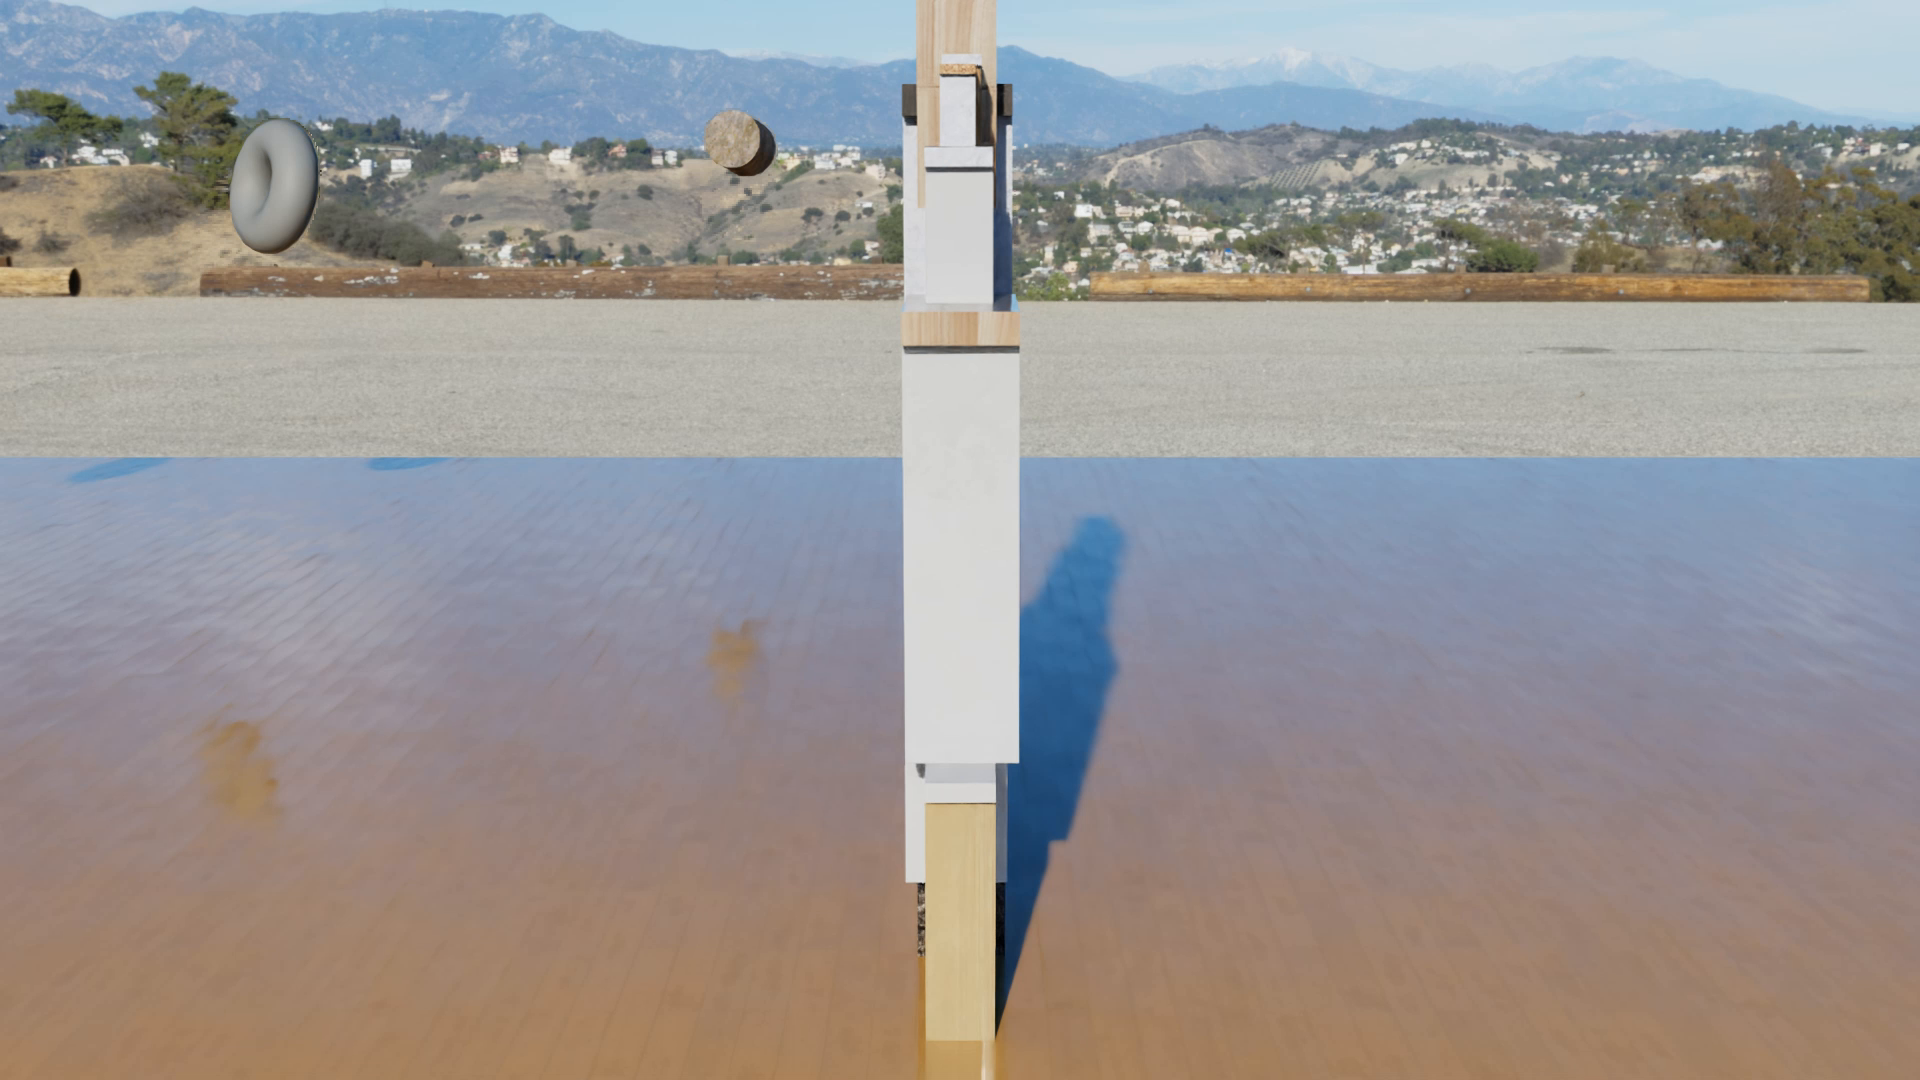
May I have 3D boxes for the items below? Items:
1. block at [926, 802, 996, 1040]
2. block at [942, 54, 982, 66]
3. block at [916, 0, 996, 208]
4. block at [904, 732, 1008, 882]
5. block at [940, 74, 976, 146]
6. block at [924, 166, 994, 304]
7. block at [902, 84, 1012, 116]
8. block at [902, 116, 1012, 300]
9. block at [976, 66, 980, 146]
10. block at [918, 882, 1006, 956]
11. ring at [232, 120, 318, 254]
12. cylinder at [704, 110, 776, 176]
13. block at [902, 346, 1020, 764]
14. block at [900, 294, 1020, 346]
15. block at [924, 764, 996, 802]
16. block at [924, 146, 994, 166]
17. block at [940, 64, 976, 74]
[{"bbox_3d":[0.000,0.525,3.057,0.097,0.352,0.027,0,11,0],"label":"block"},{"bbox_3d":[0.002,-0.695,3.193,0.057,0.016,0.113,0,10,-1],"label":"block"},{"bbox_3d":[-0.005,-0.711,3.291,0.119,0.424,0.034,0,11,0],"label":"block"},{"bbox_3d":[-0.006,0.282,3.232,0.150,0.449,0.042,0,10,0],"label":"block"},{"bbox_3d":[-0.003,-0.599,3.067,0.049,0.099,0.014,0,9,0],"label":"block"},{"bbox_3d":[-0.001,-0.427,3.078,0.094,0.189,0.027,0,10,0],"label":"block"},{"bbox_3d":[-0.004,-0.708,3.547,0.170,0.048,0.340,0,11,0],"label":"block"},{"bbox_3d":[-0.003,-0.496,3.471,0.170,0.340,0.048,0,11,0],"label":"block"},{"bbox_3d":[0.002,-0.625,3.169,0.057,0.113,0.016,0,10,0],"label":"block"},{"bbox_3d":[0.002,0.506,3.382,0.135,0.269,0.038,0,11,0],"label":"block"},{"bbox_3d":[-1.928,-0.992,6.179,0.126,0.378,0.378,7,3,-43],"label":"ring"},{"bbox_3d":[-0.725,-1.307,7.256,0.188,0.188,0.188,2,1,10],"label":"cylinder"},{"bbox_3d":[0.002,0.019,3.053,0.159,0.589,0.045,0,10,0],"label":"block"},{"bbox_3d":[0.001,-0.312,3.101,0.159,0.045,0.319,0,11,0],"label":"block"},{"bbox_3d":[0.001,0.327,3.086,0.097,0.027,0.194,0,10,0],"label":"block"},{"bbox_3d":[-0.001,-0.545,3.121,0.094,0.027,0.189,0,11,0],"label":"block"},{"bbox_3d":[-0.003,-0.661,3.090,0.049,0.014,0.099,0,11,0],"label":"block"}]
